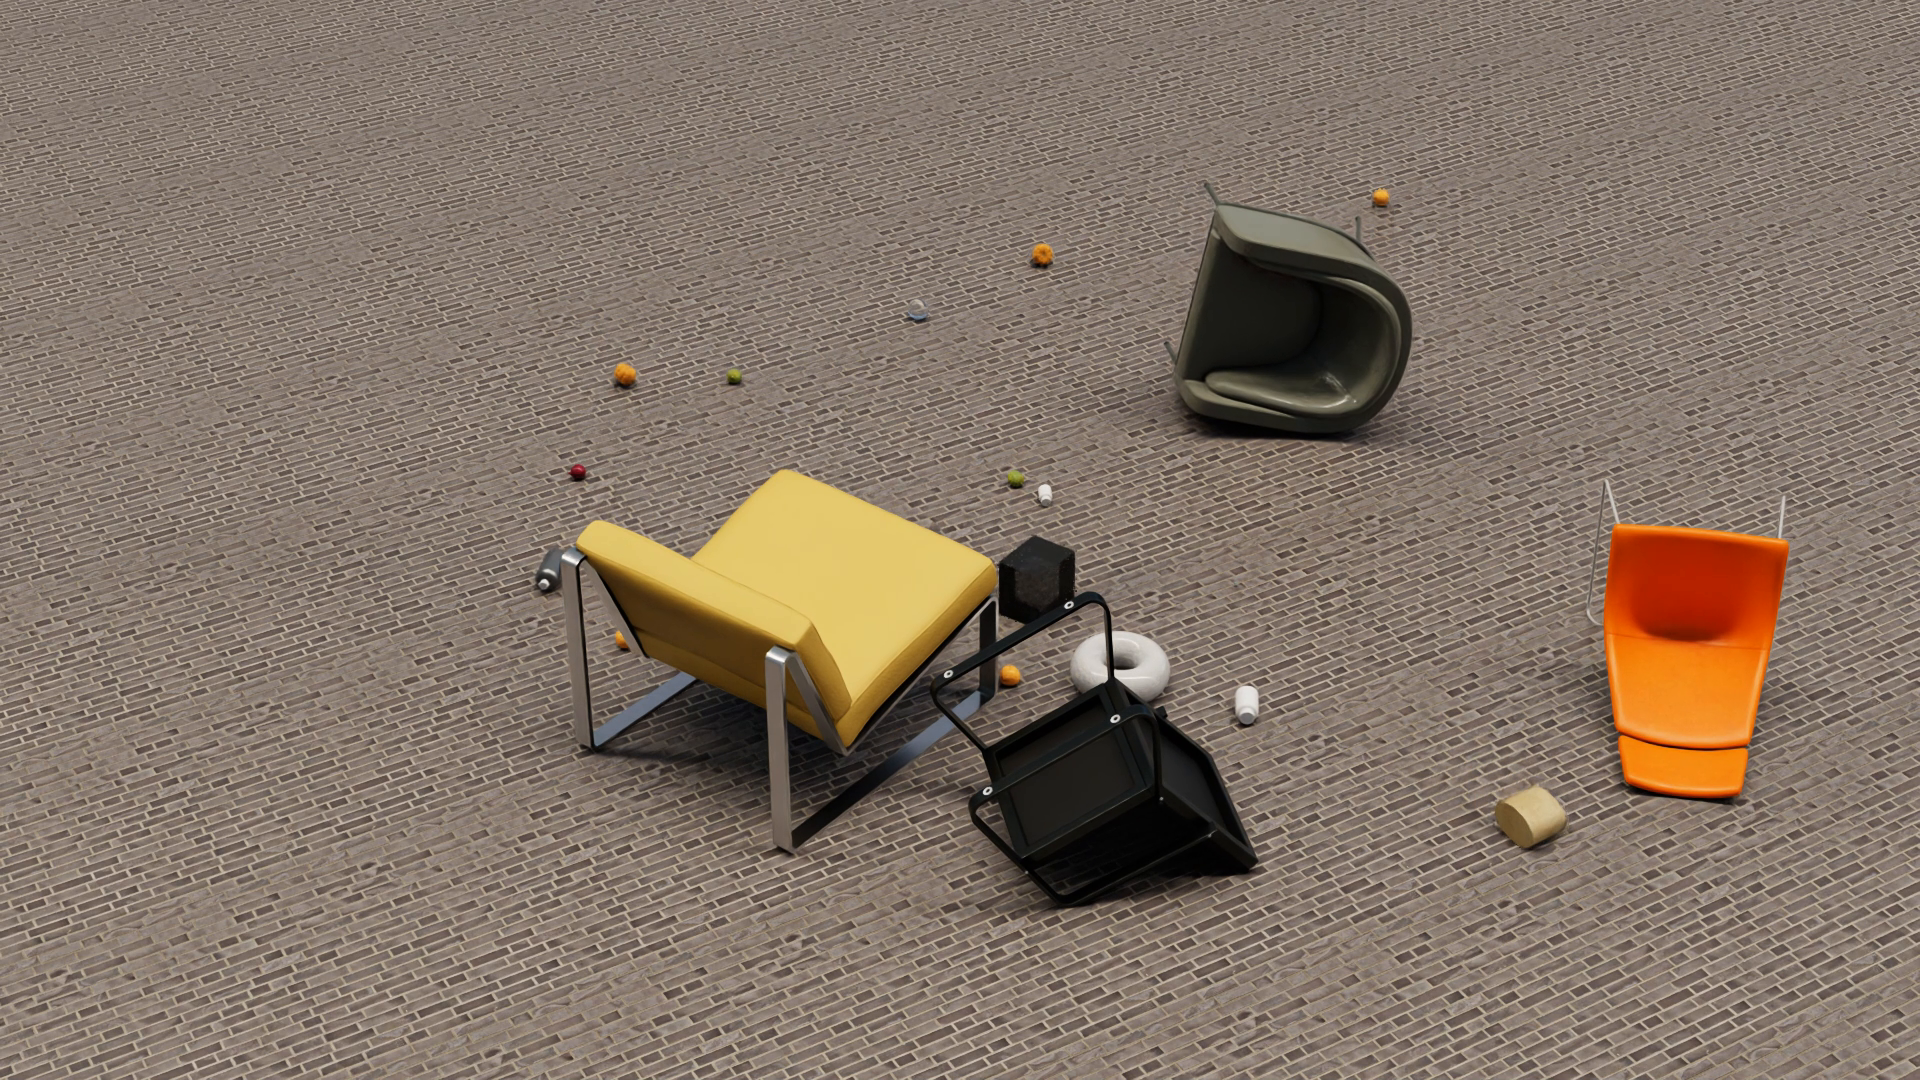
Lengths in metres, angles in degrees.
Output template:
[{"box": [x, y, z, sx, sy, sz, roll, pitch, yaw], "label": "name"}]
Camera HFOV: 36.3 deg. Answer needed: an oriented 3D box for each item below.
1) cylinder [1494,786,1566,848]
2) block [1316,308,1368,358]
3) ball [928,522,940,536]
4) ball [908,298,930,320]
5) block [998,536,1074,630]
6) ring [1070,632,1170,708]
[{"box": [1.843, 0.893, 9.471, 0.148, 0.128, 0.180, -21, 50, -28], "label": "cylinder"}, {"box": [1.582, -0.856, 12.141, 0.153, 0.112, 0.150, 28, 42, 35], "label": "block"}, {"box": [-0.098, -0.042, 10.963, 0.050, 0.050, 0.050, 0, 33, 0], "label": "ball"}, {"box": [-0.175, -0.973, 12.339, 0.092, 0.092, 0.092, 0, 33, 0], "label": "ball"}, {"box": [0.274, 0.152, 10.512, 0.180, 0.220, 0.218, 22, 39, 30], "label": "block"}, {"box": [0.554, 0.446, 10.147, 0.348, 0.135, 0.345, -7, 35, -13], "label": "ring"}]
